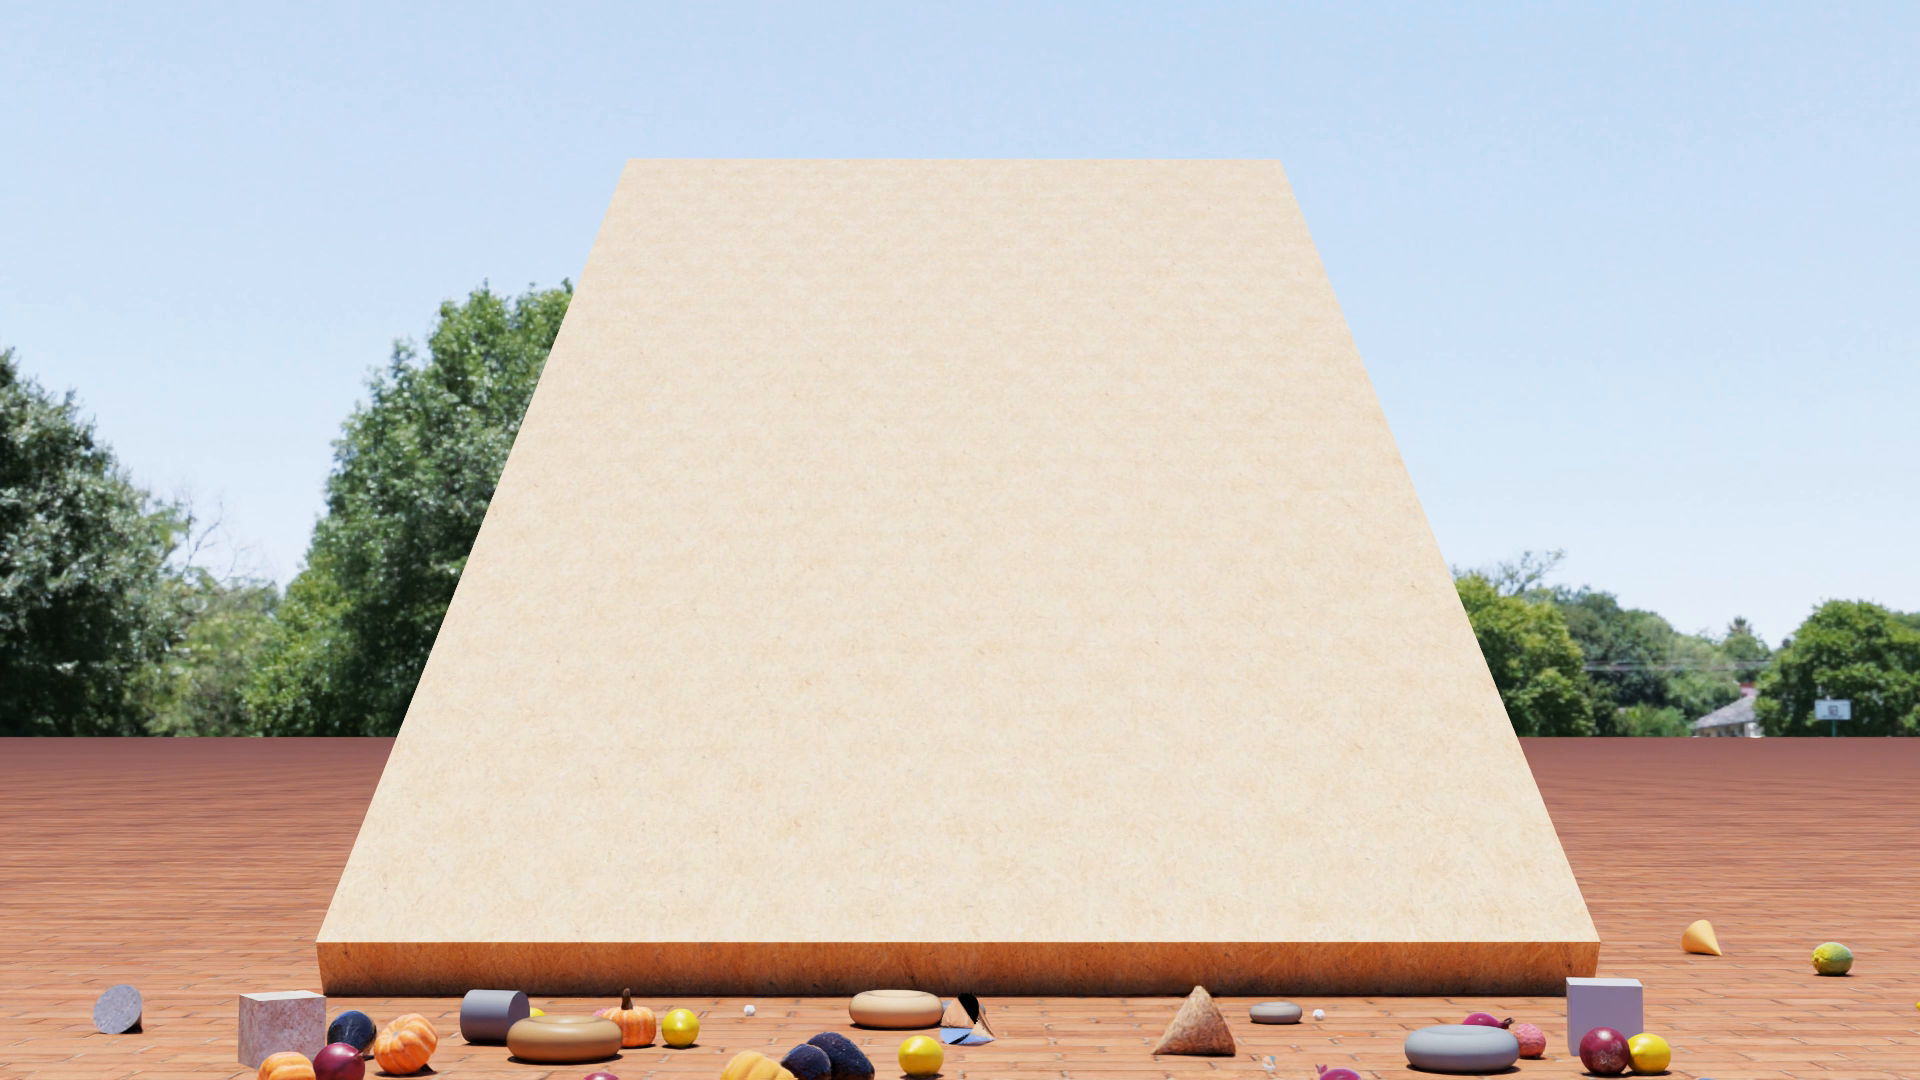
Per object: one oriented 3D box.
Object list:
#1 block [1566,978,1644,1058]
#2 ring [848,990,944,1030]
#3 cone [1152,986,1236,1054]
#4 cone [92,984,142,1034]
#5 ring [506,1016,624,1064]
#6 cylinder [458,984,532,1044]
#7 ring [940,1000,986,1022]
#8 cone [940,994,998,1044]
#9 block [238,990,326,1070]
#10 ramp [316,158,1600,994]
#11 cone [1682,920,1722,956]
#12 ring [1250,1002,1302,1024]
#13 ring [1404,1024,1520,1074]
[{"bbox_3d":[0.831,0.615,3.052,0.090,0.090,0.090,-1,-5,12],"label":"block"},{"bbox_3d":[-0.090,0.661,3.331,0.134,0.045,0.134,1,-5,0],"label":"ring"},{"bbox_3d":[0.286,0.637,3.034,0.097,0.097,0.097,-26,0,-10],"label":"cone"},{"bbox_3d":[-1.150,0.662,3.276,0.071,0.071,0.071,-1,-31,12],"label":"cone"},{"bbox_3d":[-0.501,0.632,2.999,0.146,0.049,0.146,1,-5,0],"label":"ring"},{"bbox_3d":[-0.617,0.633,3.144,0.069,0.069,0.069,-21,-13,22],"label":"cylinder"},{"bbox_3d":[-0.001,0.674,3.376,0.077,0.026,0.077,1,-4,0],"label":"ring"},{"bbox_3d":[0.025,0.652,3.155,0.072,0.072,0.072,35,-24,-31],"label":"cone"},{"bbox_3d":[-0.845,0.610,2.947,0.084,0.084,0.084,3,-5,-33],"label":"block"},{"bbox_3d":[-0.010,-0.227,5.492,2.000,0.100,4.000,0,27,0],"label":"ramp"},{"bbox_3d":[1.387,0.751,4.378,0.070,0.070,0.070,2,21,-26],"label":"cone"},{"bbox_3d":[0.449,0.673,3.367,0.075,0.025,0.075,-1,-4,0],"label":"ring"},{"bbox_3d":[0.617,0.626,2.910,0.139,0.046,0.139,-1,-4,0],"label":"ring"}]
